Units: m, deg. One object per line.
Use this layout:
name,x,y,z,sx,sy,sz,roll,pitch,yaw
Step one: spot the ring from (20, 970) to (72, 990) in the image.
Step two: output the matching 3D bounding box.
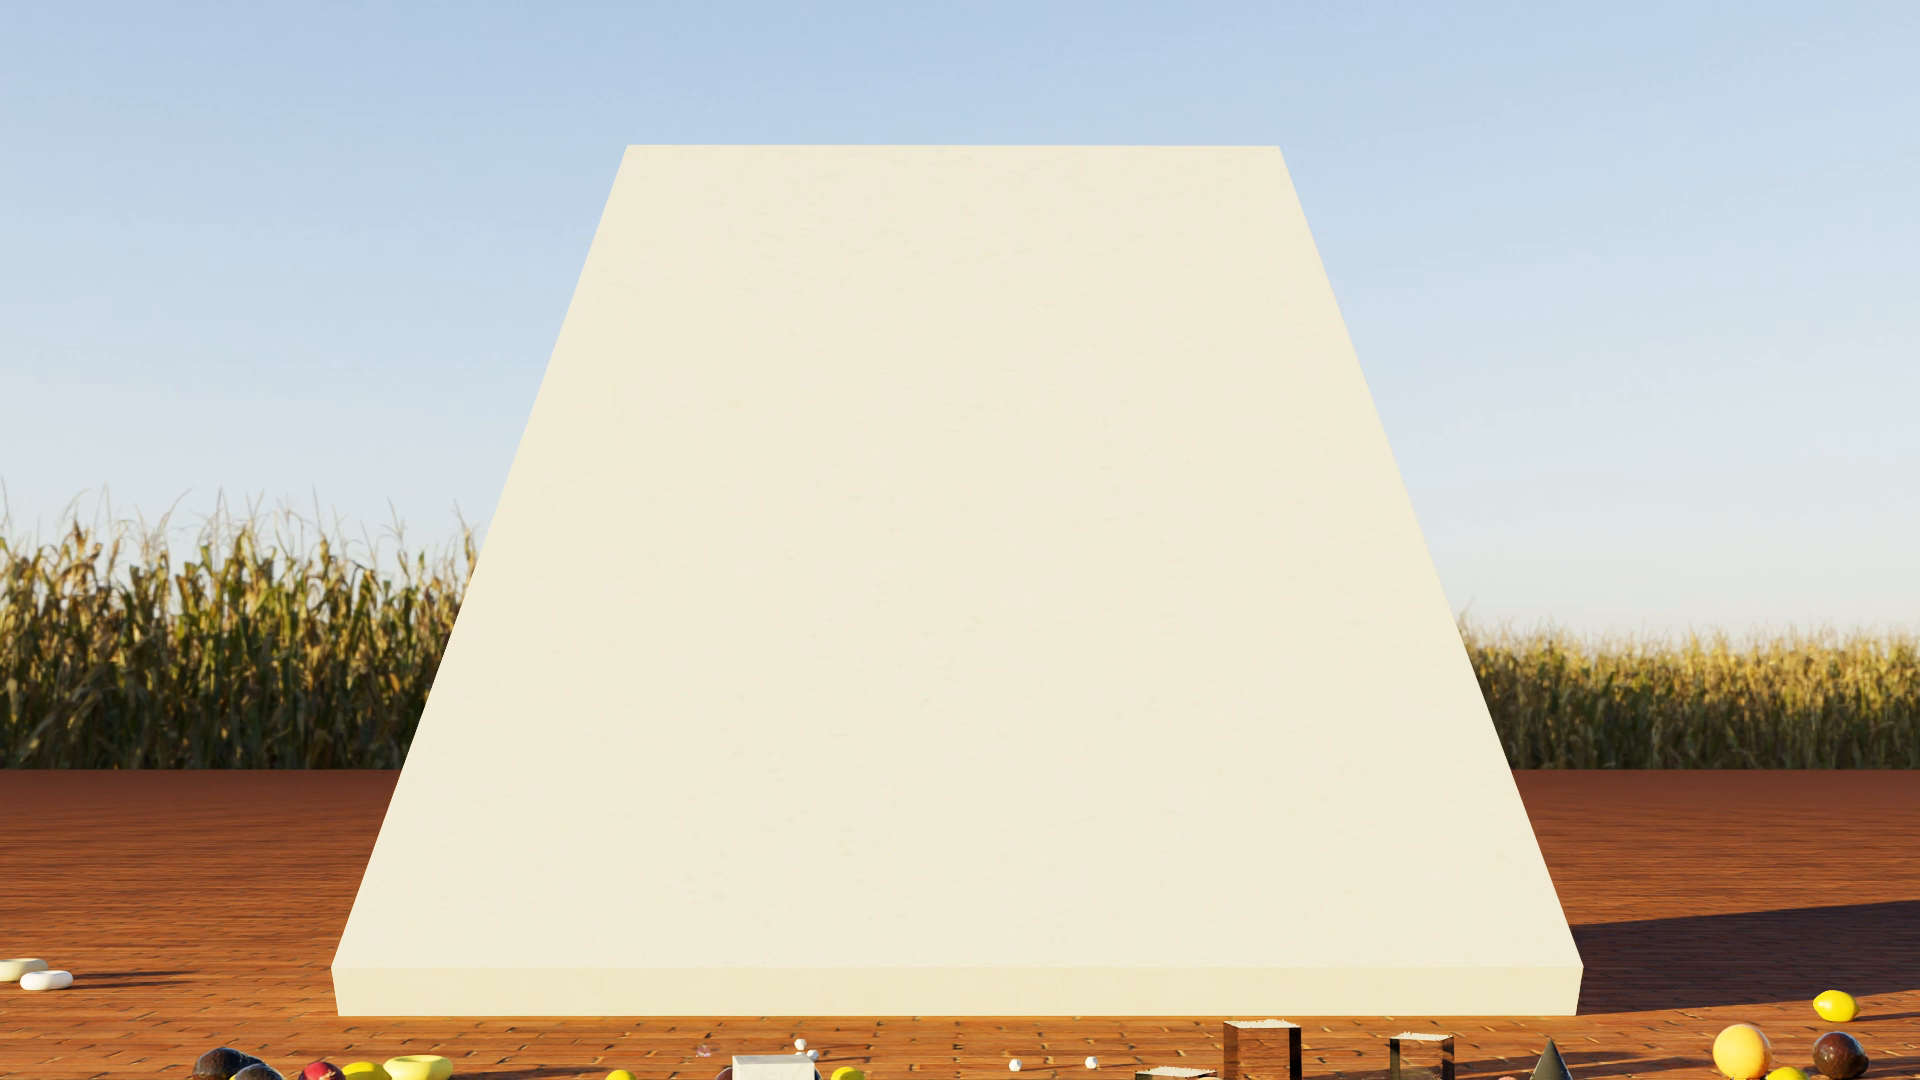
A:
ring,-1.655,0.799,4.332,0.089,0.030,0.089,-1,-4,0

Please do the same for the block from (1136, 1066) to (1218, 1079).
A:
block,0.240,0.622,2.645,0.067,0.067,0.067,-4,-6,34

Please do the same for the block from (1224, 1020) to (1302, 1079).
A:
block,0.382,0.651,3.019,0.078,0.078,0.078,1,-5,-10

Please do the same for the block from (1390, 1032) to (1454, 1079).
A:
block,0.582,0.658,3.009,0.064,0.064,0.064,-3,-6,28

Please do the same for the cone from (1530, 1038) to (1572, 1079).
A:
cone,0.679,0.618,2.745,0.094,0.094,0.094,0,-5,0

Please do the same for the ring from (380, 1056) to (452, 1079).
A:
ring,-0.696,0.680,3.063,0.091,0.030,0.091,-1,-4,0

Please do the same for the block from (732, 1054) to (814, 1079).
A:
block,-0.205,0.612,2.625,0.083,0.083,0.083,1,-5,-9

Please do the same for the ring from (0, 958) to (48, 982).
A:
ring,-1.780,0.812,4.512,0.112,0.037,0.112,-1,-5,0

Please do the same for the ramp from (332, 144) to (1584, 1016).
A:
ramp,-0.012,-0.221,5.602,2.000,0.100,4.000,0,28,0
